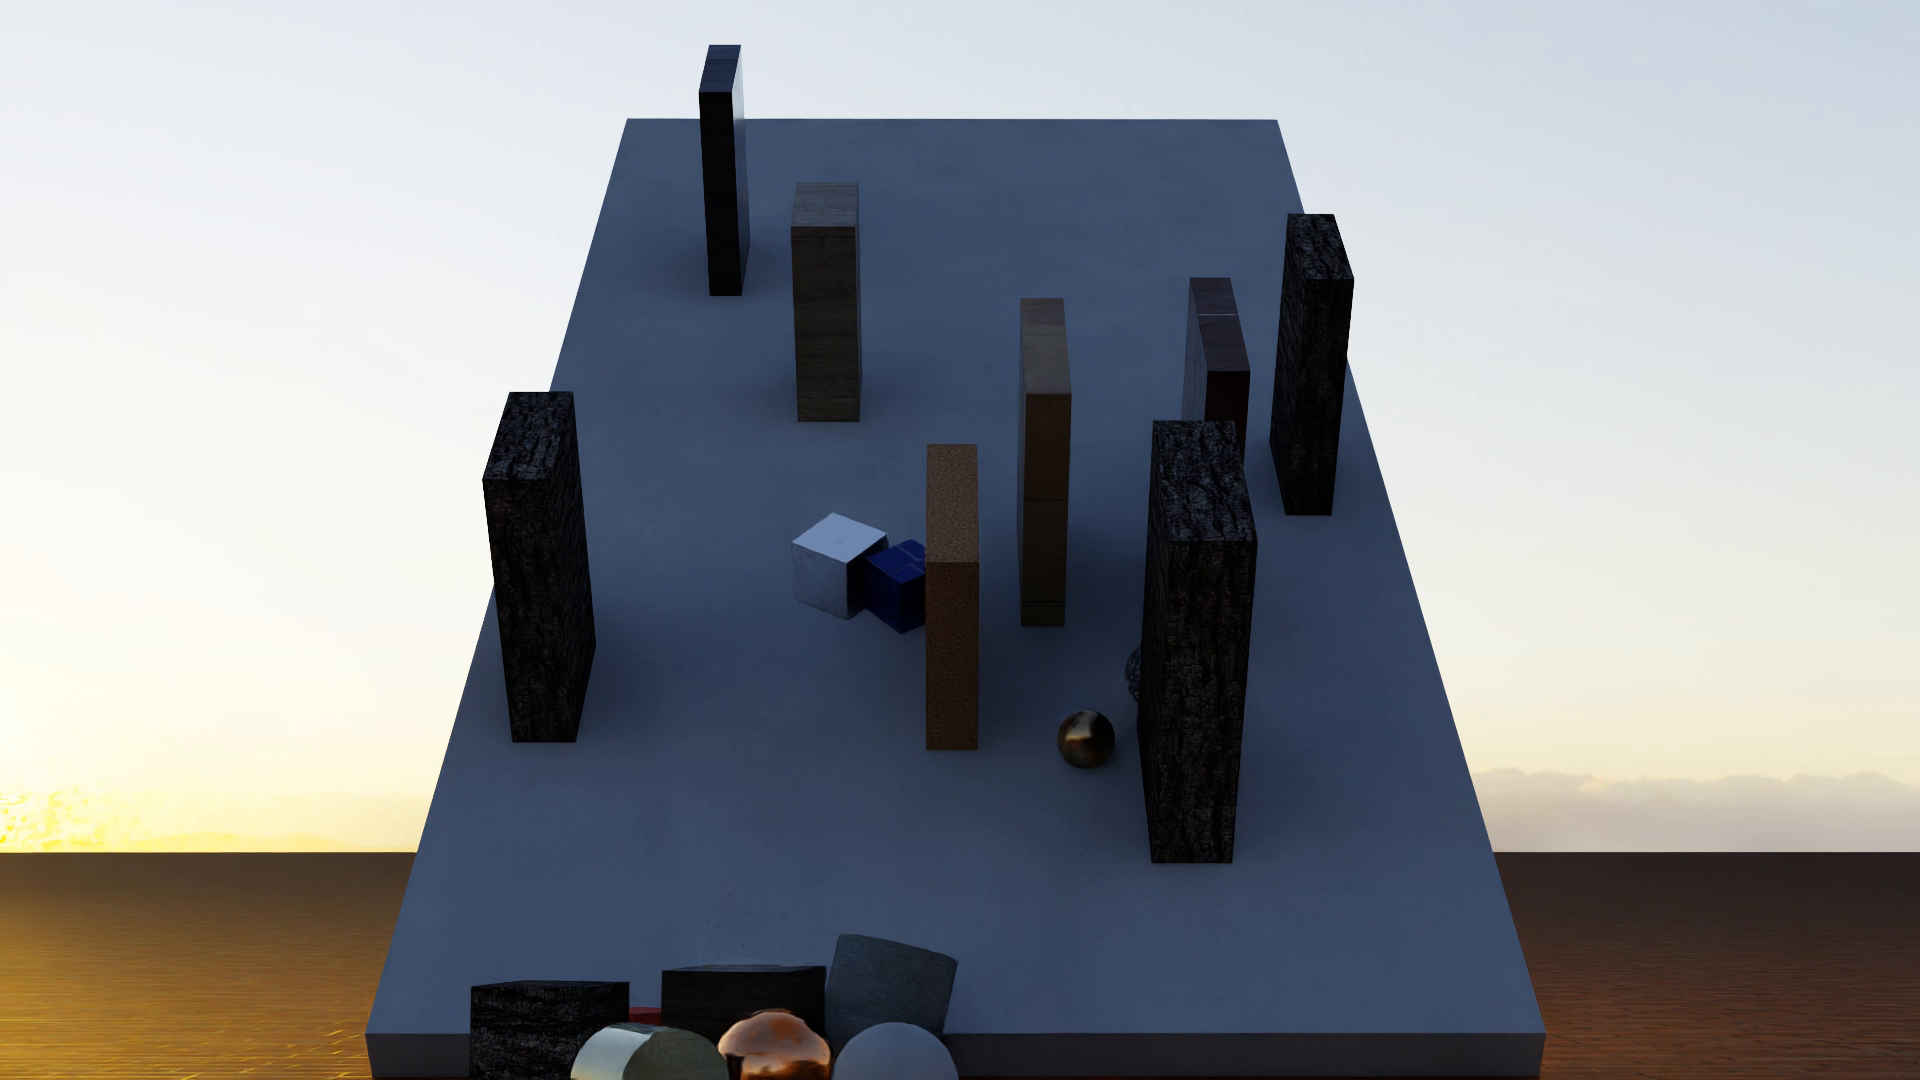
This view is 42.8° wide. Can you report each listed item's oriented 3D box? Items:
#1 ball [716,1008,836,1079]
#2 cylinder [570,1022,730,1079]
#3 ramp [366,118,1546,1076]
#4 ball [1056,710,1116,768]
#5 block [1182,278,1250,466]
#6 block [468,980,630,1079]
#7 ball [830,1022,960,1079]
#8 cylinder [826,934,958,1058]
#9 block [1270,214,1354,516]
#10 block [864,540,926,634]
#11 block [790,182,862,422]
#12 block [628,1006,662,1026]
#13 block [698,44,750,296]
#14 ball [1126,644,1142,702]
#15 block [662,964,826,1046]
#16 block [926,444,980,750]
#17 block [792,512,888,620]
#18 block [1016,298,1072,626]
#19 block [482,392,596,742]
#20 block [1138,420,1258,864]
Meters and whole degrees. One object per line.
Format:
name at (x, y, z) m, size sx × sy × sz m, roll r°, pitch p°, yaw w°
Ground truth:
ball at (-0.248, 0.711, 3.267) m, size 0.169 × 0.169 × 0.169 m, roll 0°, pitch -7°, yaw 0°
cylinder at (-0.407, 0.717, 3.207) m, size 0.158 × 0.158 × 0.158 m, roll 4°, pitch -8°, yaw -32°
ramp at (-0.015, -0.188, 5.863) m, size 2.000 × 0.100 × 4.000 m, roll 0°, pitch 32°, yaw 0°
ball at (0.245, 0.386, 4.752) m, size 0.114 × 0.114 × 0.114 m, roll 0°, pitch -7°, yaw 0°
block at (0.512, -0.136, 5.038) m, size 0.082 × 0.696 × 0.404 m, roll 0°, pitch 32°, yaw 0°
block at (-0.630, 0.775, 3.765) m, size 0.181 × 0.181 × 0.181 m, roll -2°, pitch -7°, yaw 16°
ball at (-0.084, 0.703, 3.140) m, size 0.168 × 0.168 × 0.168 m, roll 0°, pitch -7°, yaw 0°
cylinder at (-0.124, 0.776, 4.051) m, size 0.203 × 0.203 × 0.203 m, roll 12°, pitch -15°, yaw 3°
block at (0.793, -0.397, 5.550) m, size 0.104 × 0.594 × 0.335 m, roll 0°, pitch 32°, yaw 0°
block at (-0.113, 0.098, 5.194) m, size 0.128 × 0.128 × 0.128 m, roll -22°, pitch 39°, yaw -31°
block at (-0.318, -0.571, 5.891) m, size 0.148 × 0.517 × 0.251 m, roll 0°, pitch 32°, yaw 0°
block at (-0.523, 0.826, 3.962) m, size 0.128 × 0.128 × 0.128 m, roll -6°, pitch -9°, yaw 41°
block at (-0.621, -0.980, 6.486) m, size 0.085 × 0.572 × 0.334 m, roll 0°, pitch 32°, yaw 0°
ball at (0.404, 0.270, 4.908) m, size 0.146 × 0.146 × 0.146 m, roll 0°, pitch -7°, yaw 0°
block at (-0.336, 0.771, 3.820) m, size 0.202 × 0.202 × 0.202 m, roll -2°, pitch -7°, yaw 13°
block at (-0.016, 0.109, 4.886) m, size 0.101 × 0.438 × 0.443 m, roll 0°, pitch 32°, yaw 0°
block at (-0.256, 0.057, 5.242) m, size 0.146 × 0.146 × 0.146 m, roll 20°, pitch 37°, yaw 29°
block at (0.175, -0.168, 5.213) m, size 0.091 × 0.560 × 0.425 m, roll 0°, pitch 32°, yaw 0°
block at (-0.820, 0.054, 4.812) m, size 0.124 × 0.604 × 0.336 m, roll 0°, pitch 32°, yaw 0°
block at (0.429, 0.189, 4.513) m, size 0.148 × 0.704 × 0.415 m, roll 0°, pitch 32°, yaw 0°
